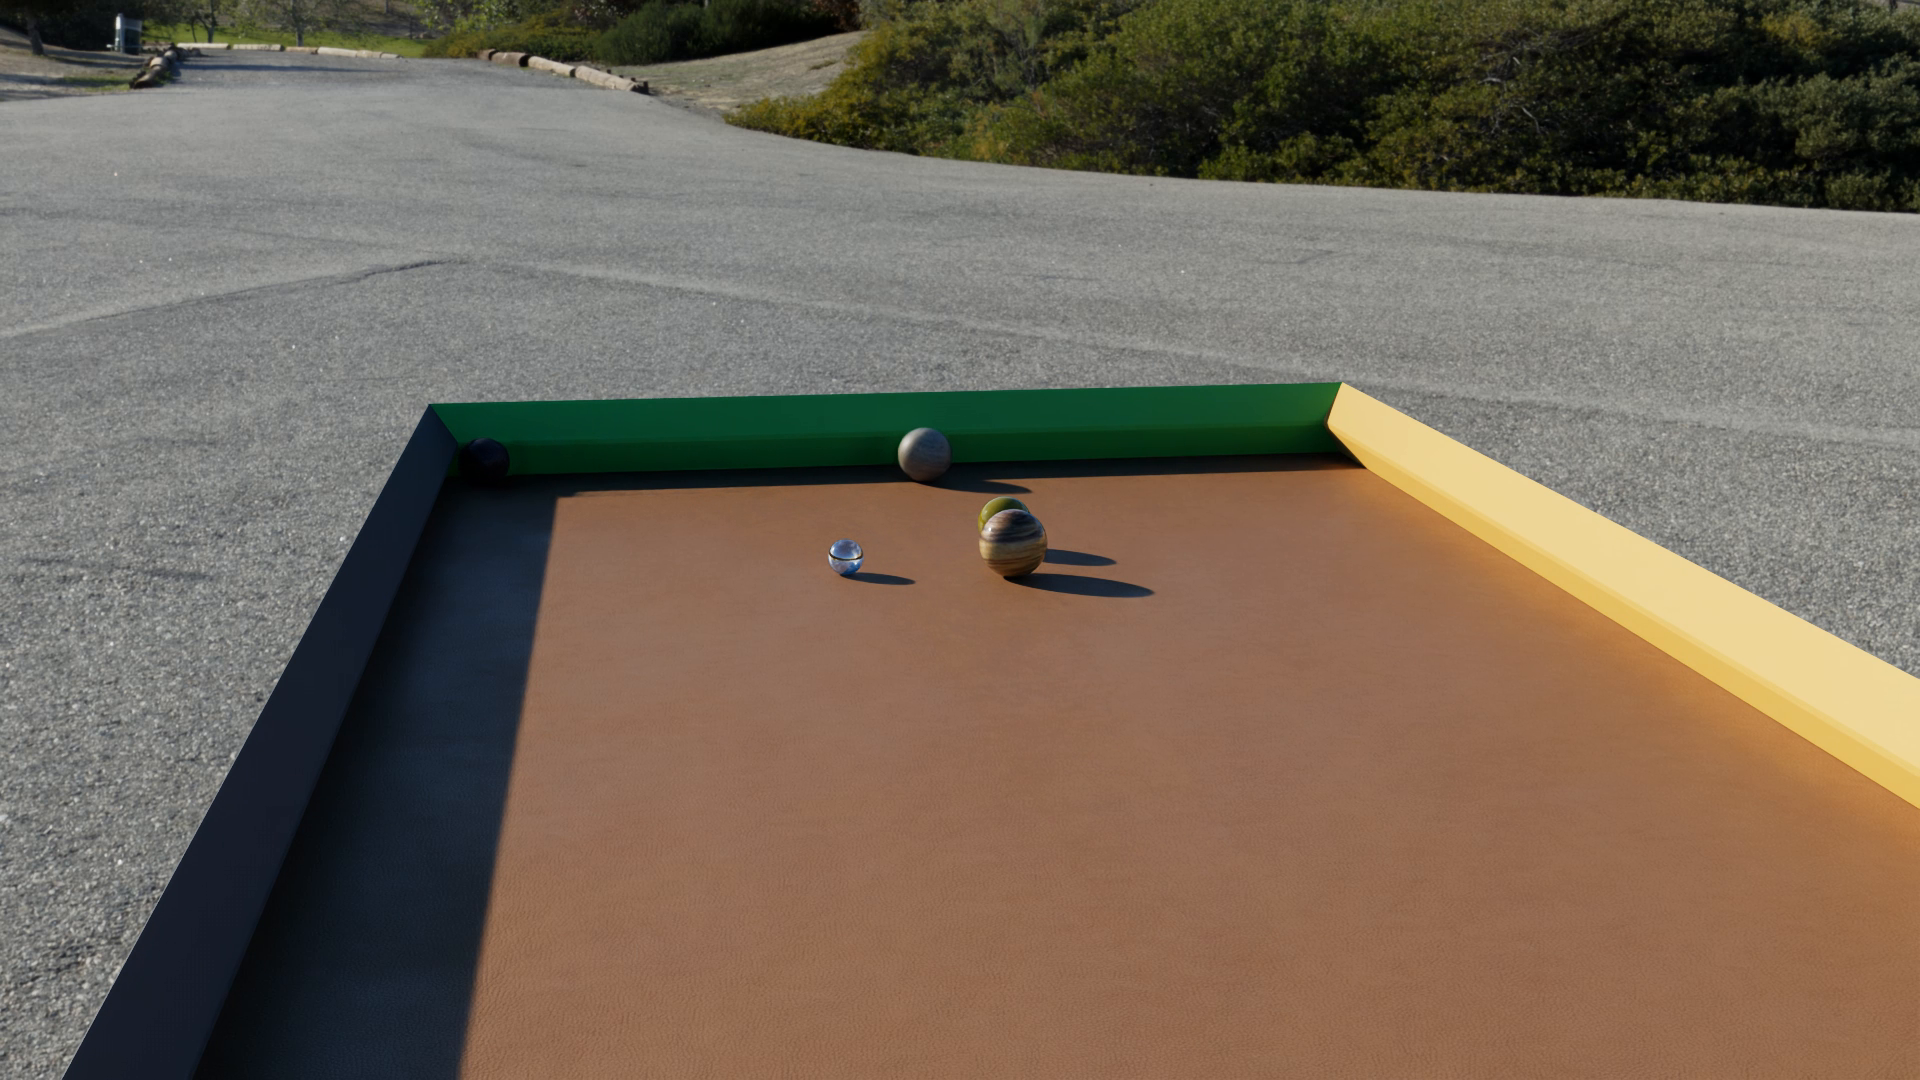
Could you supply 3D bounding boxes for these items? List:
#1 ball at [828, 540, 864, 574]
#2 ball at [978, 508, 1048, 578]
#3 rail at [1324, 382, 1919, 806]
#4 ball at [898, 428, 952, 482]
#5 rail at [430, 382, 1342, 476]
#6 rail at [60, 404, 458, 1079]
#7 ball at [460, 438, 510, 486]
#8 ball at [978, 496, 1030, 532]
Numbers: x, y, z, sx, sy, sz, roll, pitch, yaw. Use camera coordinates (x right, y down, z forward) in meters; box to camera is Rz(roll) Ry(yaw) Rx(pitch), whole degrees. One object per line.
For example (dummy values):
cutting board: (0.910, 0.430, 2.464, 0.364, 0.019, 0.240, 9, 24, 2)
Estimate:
ball: (-0.145, 0.021, 2.784, 0.046, 0.046, 0.046, 0, 13, 0)
ball: (0.067, 0.004, 2.768, 0.087, 0.087, 0.087, 0, 13, 0)
rail: (0.789, 0.112, 2.250, 0.045, 0.112, 2.734, -2, 13, -8)
ball: (-0.054, -0.130, 3.344, 0.083, 0.083, 0.083, 0, 13, 0)
rail: (-0.093, -0.171, 3.448, 1.448, 0.112, 0.045, -2, 13, -8)
rail: (-0.597, 0.158, 2.058, 0.045, 0.112, 2.734, -2, 13, -8)
ball: (-0.716, -0.118, 3.311, 0.073, 0.073, 0.073, 0, 13, 0)
ball: (0.060, -0.022, 2.908, 0.072, 0.072, 0.072, 0, 13, 0)
